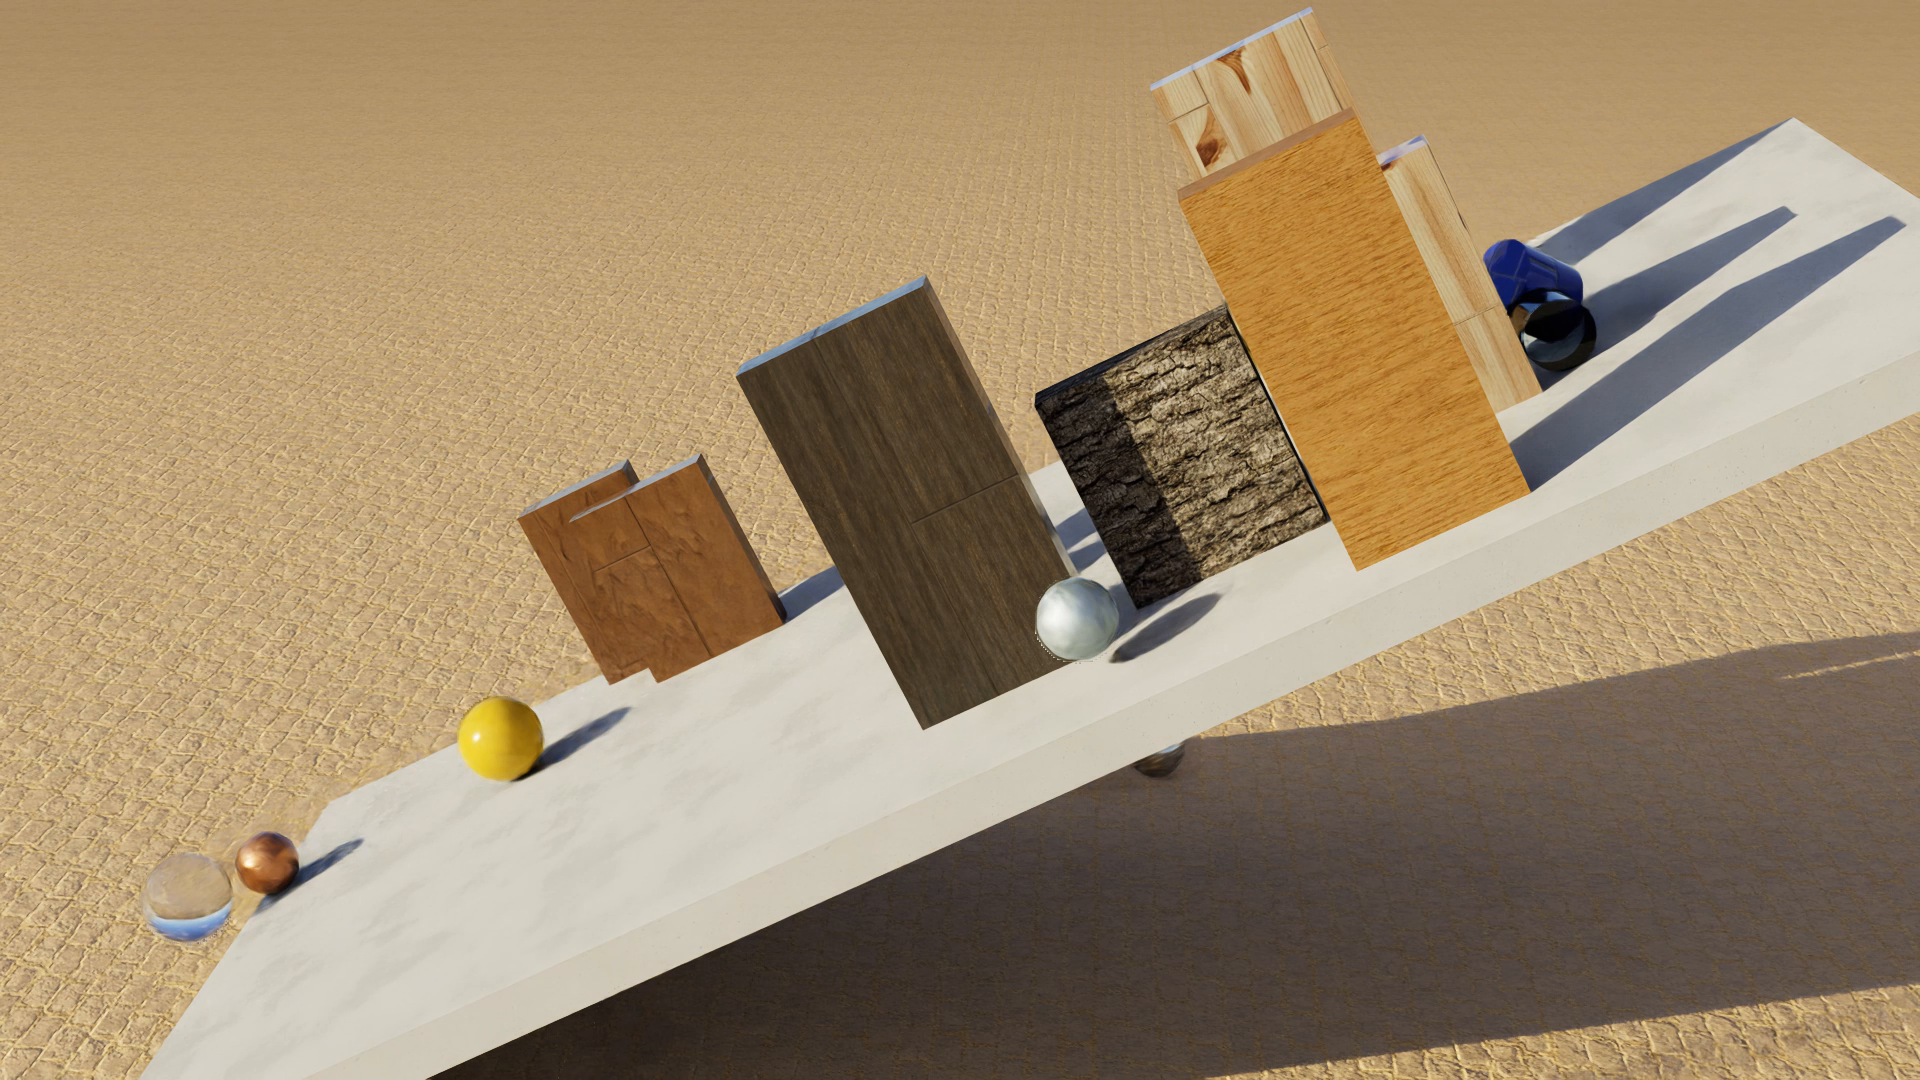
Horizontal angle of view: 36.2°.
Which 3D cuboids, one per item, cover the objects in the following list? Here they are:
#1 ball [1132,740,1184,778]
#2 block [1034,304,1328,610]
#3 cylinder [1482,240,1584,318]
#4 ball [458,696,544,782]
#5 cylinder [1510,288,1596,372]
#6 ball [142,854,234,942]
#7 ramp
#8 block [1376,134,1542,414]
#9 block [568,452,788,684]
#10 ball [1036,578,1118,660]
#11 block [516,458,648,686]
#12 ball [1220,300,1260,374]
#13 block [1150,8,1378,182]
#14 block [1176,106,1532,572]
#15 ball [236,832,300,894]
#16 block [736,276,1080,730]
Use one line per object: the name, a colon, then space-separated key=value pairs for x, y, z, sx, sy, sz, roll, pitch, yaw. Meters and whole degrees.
ball: x=0.529 y=0.564 z=7.974 sx=0.159 sy=0.159 sz=0.159 roll=0 pitch=16 yaw=0
block: x=0.431 y=-0.160 z=5.736 sx=0.409 sy=0.459 sz=0.104 roll=-25 pitch=14 yaw=10
cylinder: x=1.182 y=-0.523 z=6.132 sx=0.163 sy=0.163 sz=0.163 roll=19 pitch=4 yaw=-32
ball: x=-1.069 y=0.465 z=6.856 sx=0.199 sy=0.199 sz=0.199 roll=0 pitch=16 yaw=0
cylinder: x=1.194 y=-0.426 z=5.930 sx=0.147 sy=0.147 sz=0.147 roll=0 pitch=14 yaw=-2
ball: x=-1.807 y=0.837 z=6.881 sx=0.208 sy=0.208 sz=0.208 roll=0 pitch=16 yaw=0
ramp: x=0.138 y=0.168 z=6.281 sx=4.000 sy=0.100 sz=2.000 roll=-25 pitch=14 yaw=10
block: x=0.836 y=-0.455 z=5.857 sx=0.447 sy=0.551 sz=0.125 roll=-25 pitch=14 yaw=10
block: x=-0.671 y=0.069 z=7.027 sx=0.344 sy=0.447 sz=0.088 roll=-25 pitch=14 yaw=10
ball: x=0.219 y=0.148 z=5.497 sx=0.155 sy=0.155 sz=0.155 roll=0 pitch=16 yaw=0
block: x=-0.841 y=0.081 z=7.245 sx=0.293 sy=0.477 sz=0.094 roll=-25 pitch=14 yaw=10
ball: x=0.698 y=-0.494 z=7.009 sx=0.205 sy=0.205 sz=0.205 roll=0 pitch=16 yaw=0
block: x=0.763 y=-0.719 z=6.450 sx=0.383 sy=0.795 sz=0.097 roll=-25 pitch=14 yaw=10
block: x=0.709 y=-0.357 z=5.292 sx=0.343 sy=0.756 sz=0.119 roll=-25 pitch=14 yaw=10
ball: x=-1.636 y=0.763 z=6.948 sx=0.148 sy=0.148 sz=0.148 roll=0 pitch=16 yaw=0
block: x=-0.068 y=-0.066 z=5.644 sx=0.396 sy=0.785 sz=0.107 roll=-25 pitch=14 yaw=10
